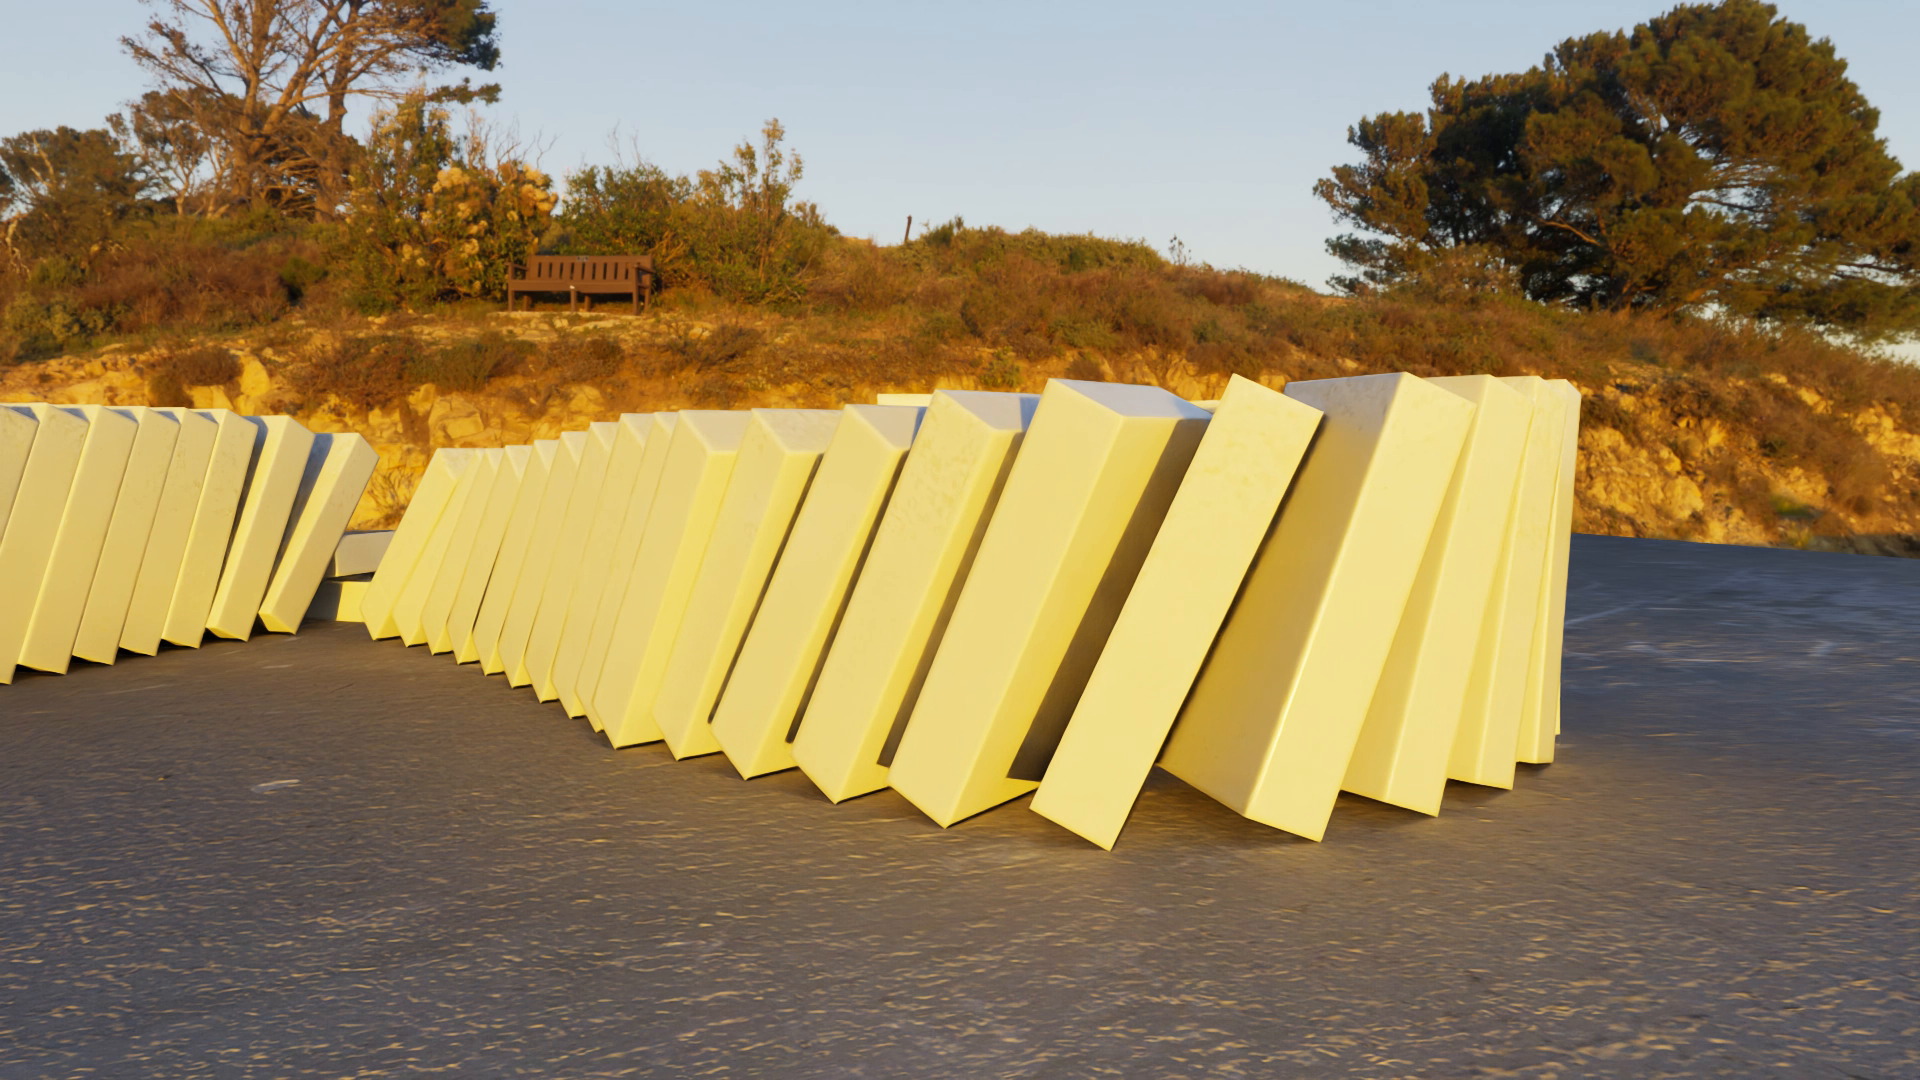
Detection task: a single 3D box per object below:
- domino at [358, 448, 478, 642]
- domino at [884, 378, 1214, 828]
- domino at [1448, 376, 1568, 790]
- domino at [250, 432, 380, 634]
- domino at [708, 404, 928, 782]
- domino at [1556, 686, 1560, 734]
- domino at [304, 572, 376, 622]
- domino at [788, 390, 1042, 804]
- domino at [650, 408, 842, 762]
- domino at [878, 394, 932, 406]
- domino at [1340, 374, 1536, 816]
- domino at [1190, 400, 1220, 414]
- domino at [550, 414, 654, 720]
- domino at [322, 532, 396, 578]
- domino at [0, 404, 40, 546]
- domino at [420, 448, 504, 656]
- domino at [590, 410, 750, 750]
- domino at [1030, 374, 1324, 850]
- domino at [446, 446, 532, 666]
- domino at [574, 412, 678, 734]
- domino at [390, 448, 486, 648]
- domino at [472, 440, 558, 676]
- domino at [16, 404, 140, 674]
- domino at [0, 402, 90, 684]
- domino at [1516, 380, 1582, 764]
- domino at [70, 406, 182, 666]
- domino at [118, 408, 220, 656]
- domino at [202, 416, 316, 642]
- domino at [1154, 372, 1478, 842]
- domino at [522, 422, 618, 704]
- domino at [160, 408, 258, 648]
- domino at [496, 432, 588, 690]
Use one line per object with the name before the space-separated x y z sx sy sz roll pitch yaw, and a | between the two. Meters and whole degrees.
domino | -0.107 0.001 0.275 0.025 0.009 0.050 -5 -38 -50
domino | 0.011 0.007 0.146 0.009 0.050 0.025 32 21 29
domino | 0.061 0.005 0.167 0.009 0.050 0.025 16 -7 -42
domino | -0.158 -0.002 0.299 0.025 0.050 0.009 1 -34 12
domino | -0.011 0.007 0.163 0.025 0.050 0.010 -5 39 -46
domino | 0.074 0.003 0.191 0.025 0.050 0.009 1 -5 12
domino | -0.142 0.013 0.332 0.025 0.010 0.050 1 5 18
domino | 0.000 0.007 0.154 0.009 0.050 0.025 38 27 32
domino | -0.022 0.006 0.171 0.025 0.050 0.009 -4 40 -40
domino | 0.000 0.002 0.201 0.025 0.050 0.010 0 4 0
domino | 0.051 0.006 0.157 0.010 0.050 0.025 19 -7 -32
domino | 0.047 0.000 0.239 0.009 0.050 0.025 0 4 21
domino | -0.044 0.004 0.197 0.025 0.050 0.010 -4 40 -40
domino | -0.156 0.004 0.328 0.025 0.009 0.050 -6 2 8
domino | -0.181 0.001 0.223 0.025 0.050 0.010 1 -17 14
domino | -0.087 0.003 0.254 0.025 0.010 0.050 -4 -38 -42
domino | -0.032 0.006 0.177 0.025 0.050 0.010 -4 40 -40
domino | 0.025 0.007 0.142 0.010 0.050 0.025 26 11 12
domino | -0.078 0.003 0.242 0.025 0.050 0.009 -4 50 -39
domino | -0.037 0.005 0.187 0.025 0.050 0.009 -4 40 -40
domino | -0.096 0.002 0.266 0.025 0.010 0.050 -5 -37 -50
domino | -0.069 0.004 0.231 0.025 0.050 0.009 -3 48 -39
domino | -0.176 -0.001 0.243 0.025 0.050 0.010 1 -17 14
domino | -0.179 0.000 0.233 0.025 0.050 0.009 1 -17 14
domino | 0.069 0.004 0.177 0.025 0.050 0.009 3 -5 37
domino | -0.174 -0.001 0.253 0.025 0.050 0.009 1 -17 13
domino | -0.172 -0.002 0.263 0.025 0.050 0.009 1 -17 13
domino | -0.164 -0.003 0.284 0.025 0.050 0.010 1 -23 13
domino | 0.040 0.006 0.148 0.009 0.050 0.025 20 -1 -16
domino | -0.052 0.004 0.208 0.025 0.050 0.010 -4 42 -39
domino | -0.169 -0.003 0.273 0.025 0.050 0.010 1 -17 13
domino | -0.060 0.004 0.219 0.025 0.050 0.010 -4 45 -39
